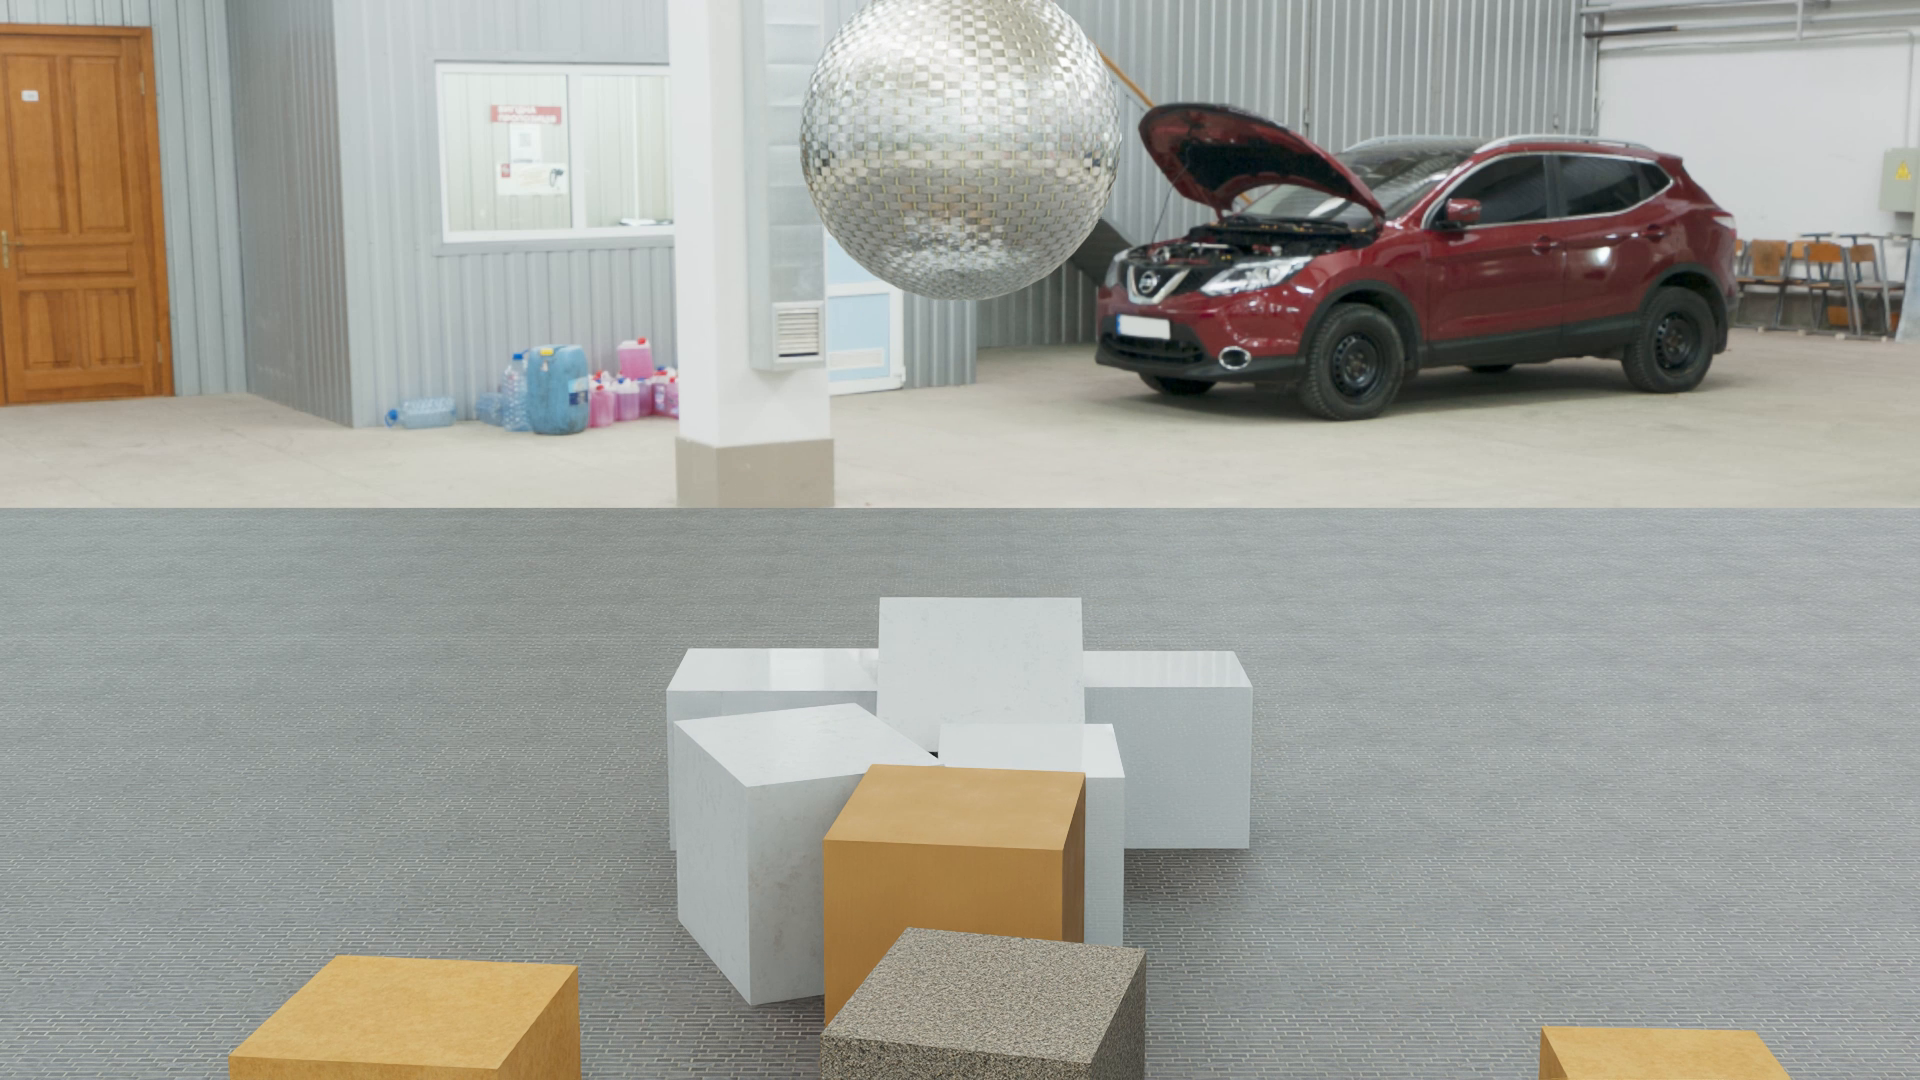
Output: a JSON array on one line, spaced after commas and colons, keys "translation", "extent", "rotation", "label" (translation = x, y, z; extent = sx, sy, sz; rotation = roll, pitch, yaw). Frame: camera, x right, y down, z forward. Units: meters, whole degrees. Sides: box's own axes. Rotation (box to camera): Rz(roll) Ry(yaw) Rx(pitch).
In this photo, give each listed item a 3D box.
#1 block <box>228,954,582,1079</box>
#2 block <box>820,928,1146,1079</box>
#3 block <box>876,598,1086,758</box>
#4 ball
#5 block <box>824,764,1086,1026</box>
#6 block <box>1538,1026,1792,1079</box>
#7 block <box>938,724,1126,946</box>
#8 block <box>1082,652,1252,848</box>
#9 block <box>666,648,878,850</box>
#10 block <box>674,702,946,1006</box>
[{"translation": [-1.723, 1.873, 6.989], "extent": [0.827, 0.814, 0.831], "rotation": [1, 10, 6], "label": "block"}, {"translation": [0.099, 1.843, 6.984], "extent": [0.820, 0.875, 0.942], "rotation": [3, 11, 14], "label": "block"}, {"translation": [0.100, 0.914, 10.843], "extent": [0.974, 0.840, 1.034], "rotation": [0, -33, 0], "label": "block"}, {"translation": [0.000, -1.986, 10.878], "extent": [1.600, 1.600, 1.600], "rotation": [0, 10, 0], "label": "ball"}, {"translation": [0.004, 1.500, 8.595], "extent": [0.883, 0.973, 1.007], "rotation": [1, 10, 8], "label": "block"}, {"translation": [2.216, 1.963, 6.911], "extent": [0.682, 0.664, 0.578], "rotation": [1, 10, 3], "label": "block"}, {"translation": [0.303, 1.344, 9.803], "extent": [0.795, 0.849, 0.870], "rotation": [0, 10, 0], "label": "block"}, {"translation": [1.024, 1.069, 11.356], "extent": [0.856, 0.834, 0.779], "rotation": [0, 10, 0], "label": "block"}, {"translation": [-0.925, 1.068, 11.388], "extent": [1.054, 0.824, 0.912], "rotation": [0, 10, 0], "label": "block"}, {"translation": [-0.674, 1.334, 9.618], "extent": [0.867, 0.934, 1.102], "rotation": [-4, 11, -22], "label": "block"}]
